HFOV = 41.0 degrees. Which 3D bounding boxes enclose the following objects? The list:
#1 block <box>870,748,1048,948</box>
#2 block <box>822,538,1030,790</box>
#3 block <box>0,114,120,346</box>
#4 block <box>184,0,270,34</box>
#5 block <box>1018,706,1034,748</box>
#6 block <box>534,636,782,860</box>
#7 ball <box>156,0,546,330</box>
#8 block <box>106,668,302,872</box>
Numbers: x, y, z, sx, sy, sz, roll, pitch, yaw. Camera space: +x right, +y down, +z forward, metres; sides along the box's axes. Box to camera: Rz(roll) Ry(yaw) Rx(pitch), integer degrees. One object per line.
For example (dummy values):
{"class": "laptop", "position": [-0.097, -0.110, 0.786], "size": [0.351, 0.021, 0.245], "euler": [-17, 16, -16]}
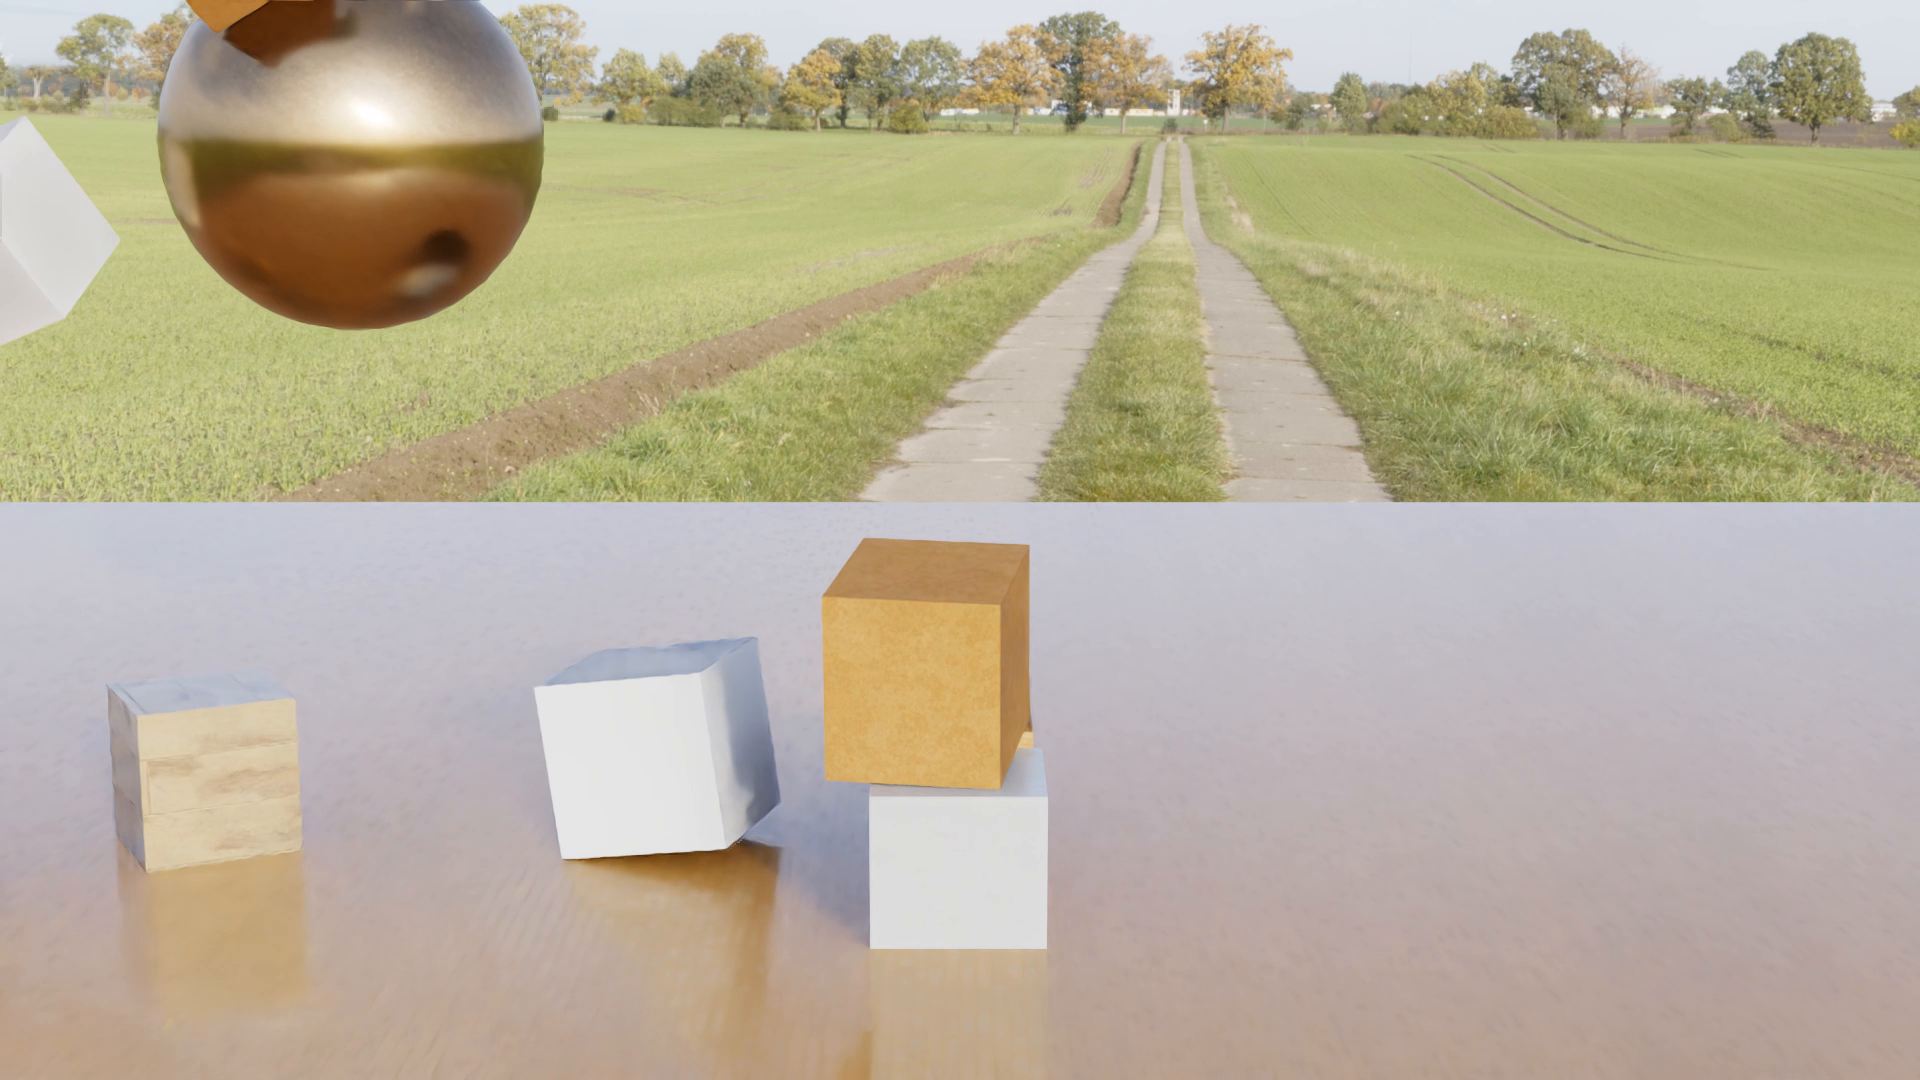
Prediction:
{"class": "block", "position": [-0.006, 1.280, 10.740], "size": [0.719, 0.640, 0.754], "euler": [0, 10, 0]}
{"class": "block", "position": [-0.127, 0.502, 10.753], "size": [0.724, 0.789, 0.857], "euler": [2, 17, 9]}
{"class": "block", "position": [-4.169, -1.274, 10.975], "size": [0.665, 0.670, 0.640], "euler": [-18, 33, 21]}
{"class": "block", "position": [-2.893, -2.424, 10.055], "size": [0.548, 0.513, 0.500], "euler": [-32, -12, -2]}
{"class": "block", "position": [0.013, 1.113, 11.460], "size": [0.609, 0.710, 0.696], "euler": [0, 10, 0]}
{"class": "block", "position": [-1.377, 0.949, 11.817], "size": [0.795, 0.803, 0.775], "euler": [-5, 9, 16]}
{"class": "ball", "position": [-2.569, -1.689, 10.873], "size": [1.600, 1.600, 1.600], "euler": [0, 10, 0]}
{"class": "block", "position": [-3.479, 1.045, 11.809], "size": [0.699, 0.719, 0.677], "euler": [-6, 12, -28]}
